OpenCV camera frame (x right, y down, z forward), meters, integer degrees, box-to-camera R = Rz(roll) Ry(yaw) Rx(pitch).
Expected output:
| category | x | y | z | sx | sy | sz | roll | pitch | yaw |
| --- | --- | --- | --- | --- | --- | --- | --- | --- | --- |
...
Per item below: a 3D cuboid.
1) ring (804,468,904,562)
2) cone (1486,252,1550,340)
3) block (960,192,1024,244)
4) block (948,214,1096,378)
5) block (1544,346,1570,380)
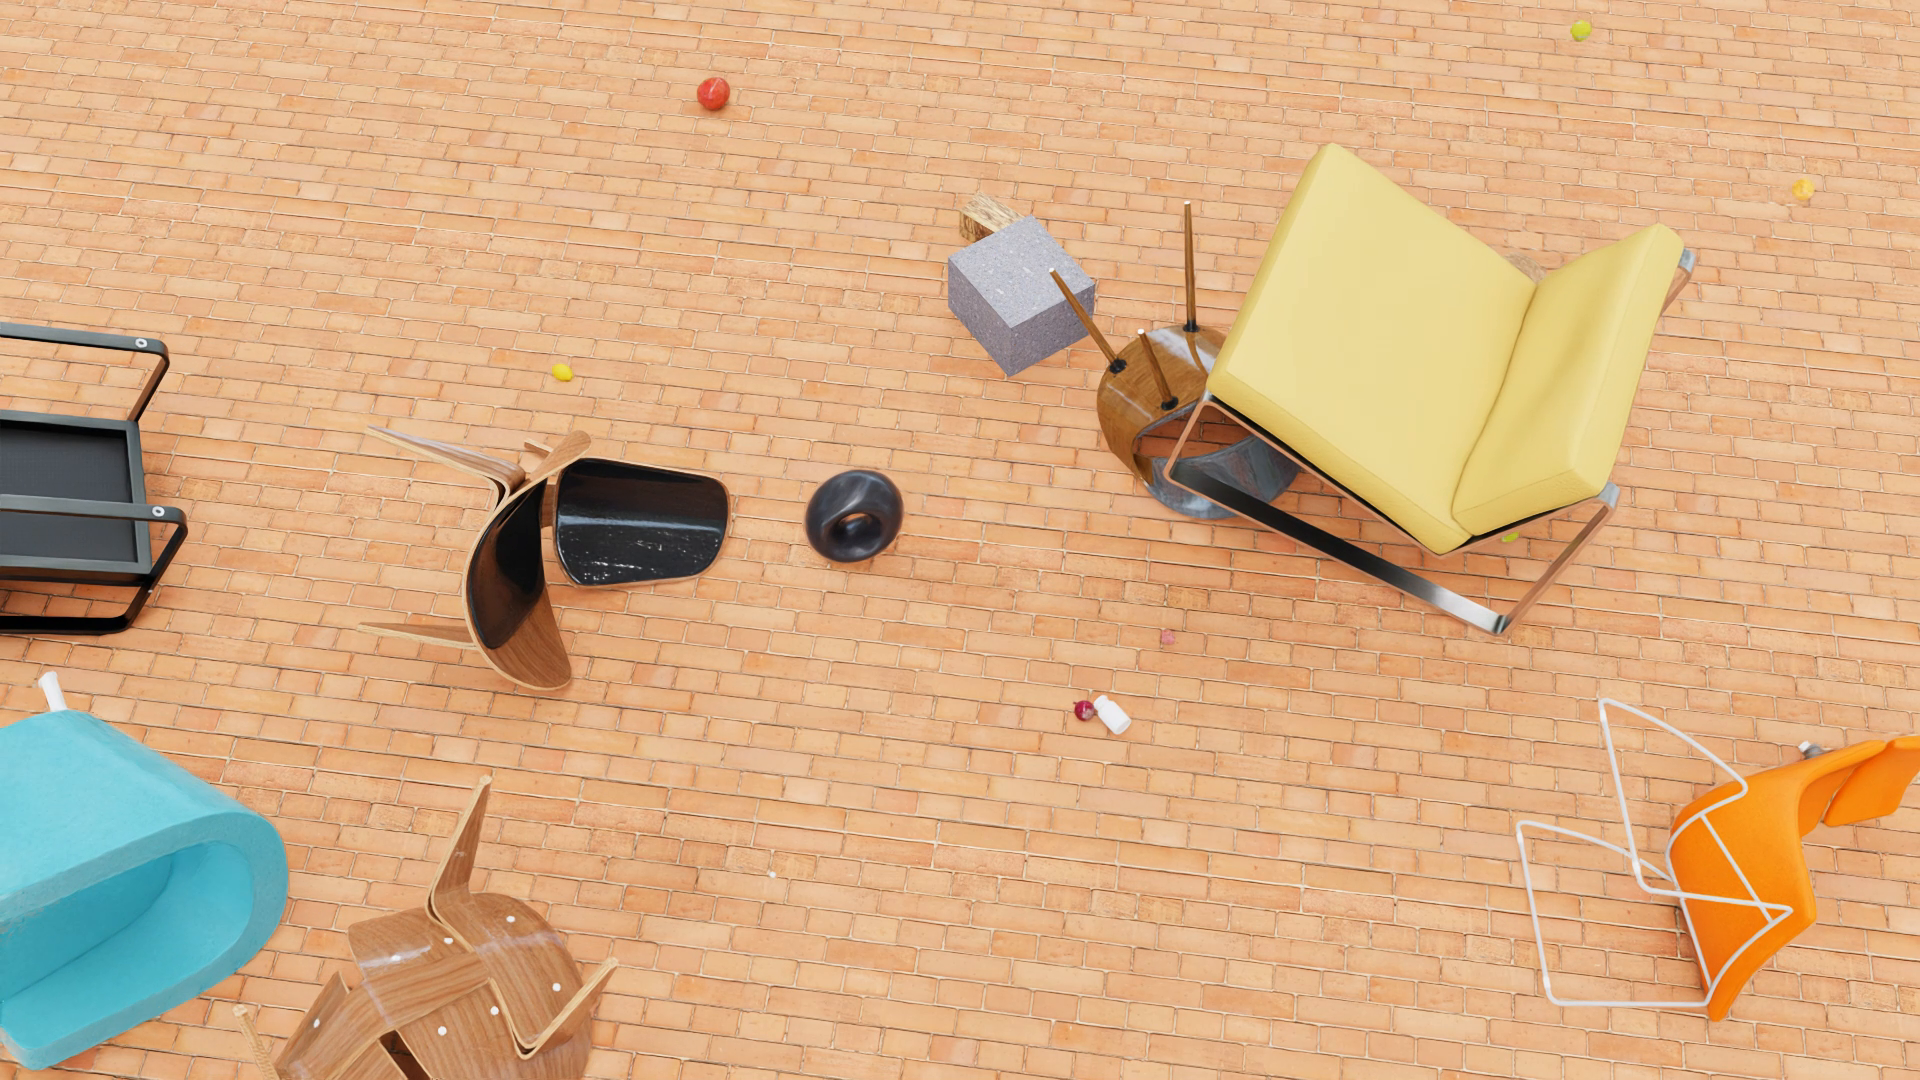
| category | x | y | z | sx | sy | sz | roll | pitch | yaw |
| --- | --- | --- | --- | --- | --- | --- | --- | --- | --- |
| ring | -0.309 | -0.070 | 6.453 | 0.311 | 0.265 | 0.169 | -33 | 37 | 20 |
| cone | 1.791 | -0.799 | 6.969 | 0.201 | 0.282 | 0.249 | -1 | 18 | 26 |
| block | 0.116 | -1.019 | 7.189 | 0.214 | 0.115 | 0.112 | 33 | 62 | 20 |
| block | 0.191 | -0.772 | 6.944 | 0.318 | 0.245 | 0.347 | -29 | 61 | -18 |
| block | 1.873 | -0.554 | 6.905 | 0.039 | 0.068 | 0.077 | 25 | 60 | 16 |
